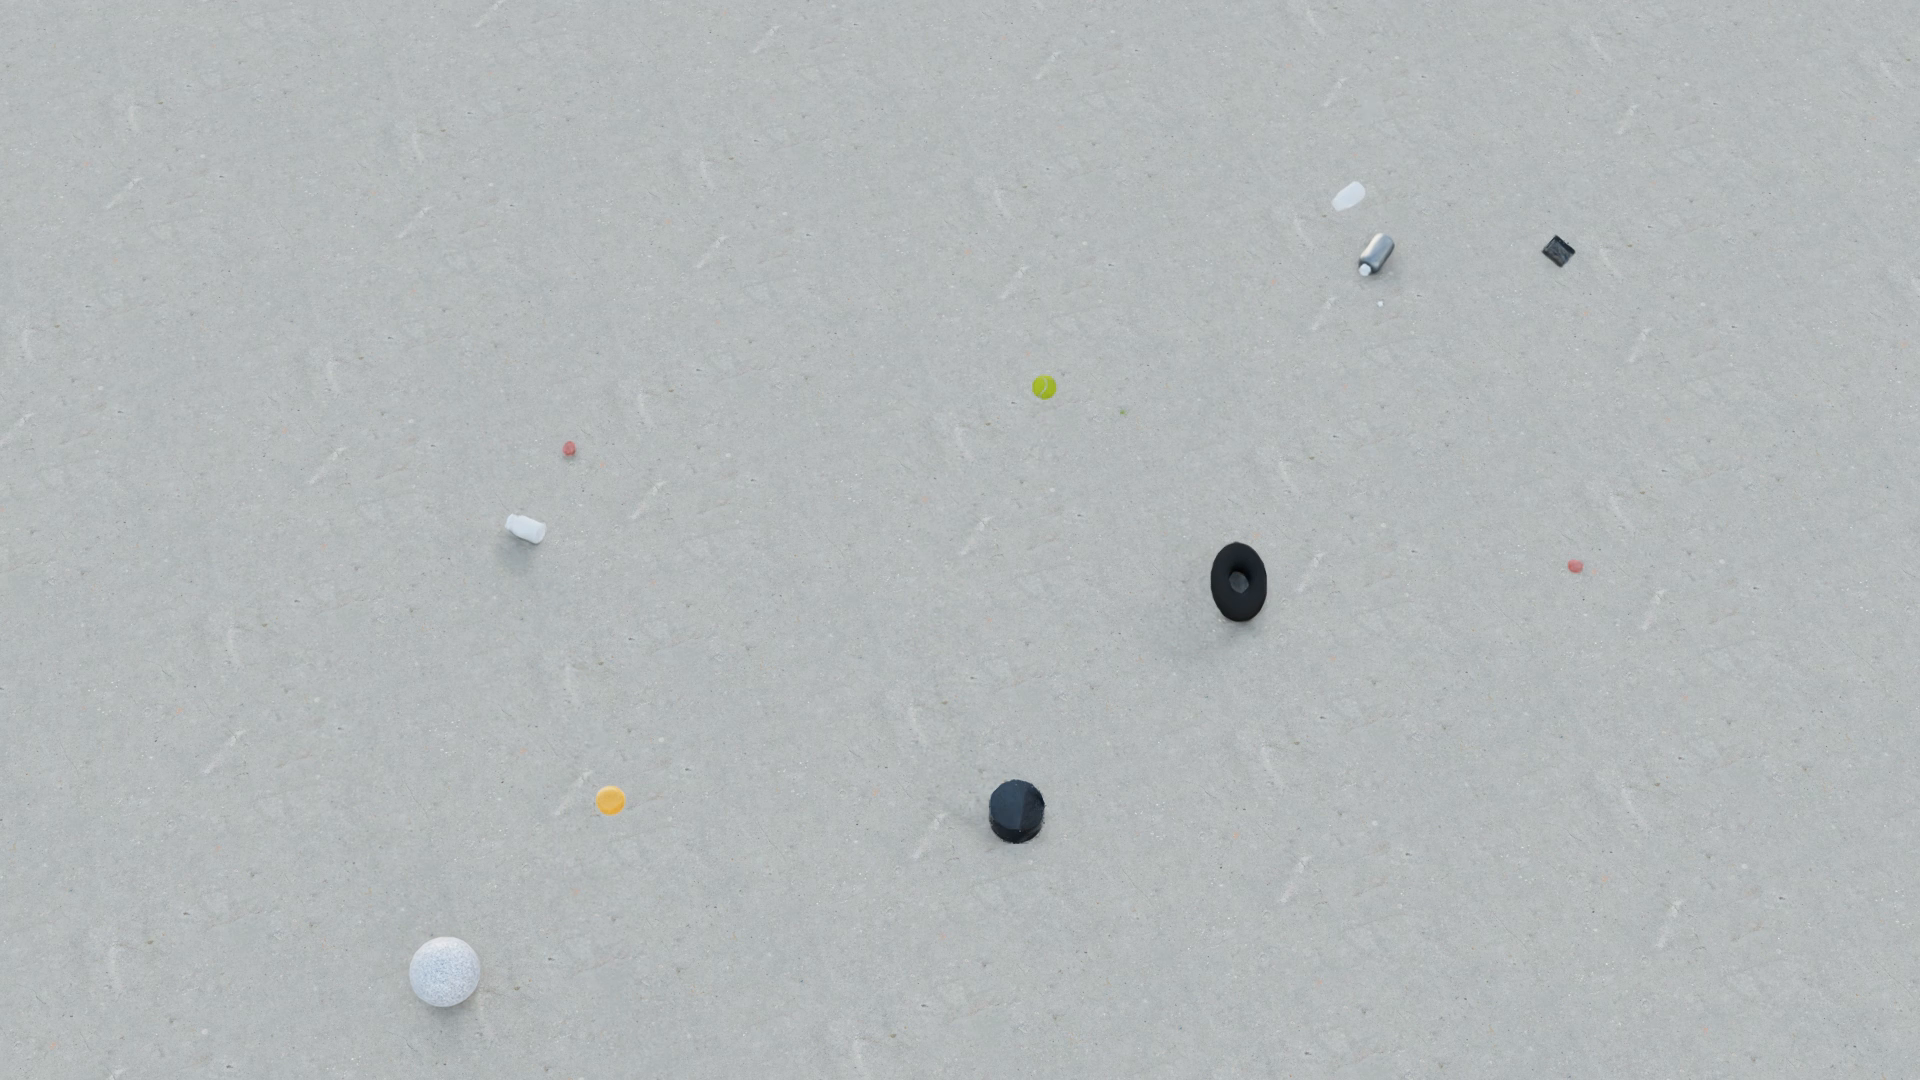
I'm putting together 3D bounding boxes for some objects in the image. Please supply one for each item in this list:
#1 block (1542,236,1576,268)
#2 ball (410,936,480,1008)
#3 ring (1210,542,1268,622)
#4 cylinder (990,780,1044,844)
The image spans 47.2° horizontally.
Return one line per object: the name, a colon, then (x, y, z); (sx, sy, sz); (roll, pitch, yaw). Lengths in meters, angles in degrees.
block: (1.943, -0.937, 7.138); (0.084, 0.072, 0.050); (42, 88, 6)
ball: (-1.338, 1.121, 5.713); (0.180, 0.180, 0.180); (0, 56, 0)
ring: (0.818, 0.123, 6.446); (0.166, 0.078, 0.268); (3, 55, 0)
cylinder: (0.155, 0.744, 6.026); (0.149, 0.080, 0.152); (-11, 57, -7)
